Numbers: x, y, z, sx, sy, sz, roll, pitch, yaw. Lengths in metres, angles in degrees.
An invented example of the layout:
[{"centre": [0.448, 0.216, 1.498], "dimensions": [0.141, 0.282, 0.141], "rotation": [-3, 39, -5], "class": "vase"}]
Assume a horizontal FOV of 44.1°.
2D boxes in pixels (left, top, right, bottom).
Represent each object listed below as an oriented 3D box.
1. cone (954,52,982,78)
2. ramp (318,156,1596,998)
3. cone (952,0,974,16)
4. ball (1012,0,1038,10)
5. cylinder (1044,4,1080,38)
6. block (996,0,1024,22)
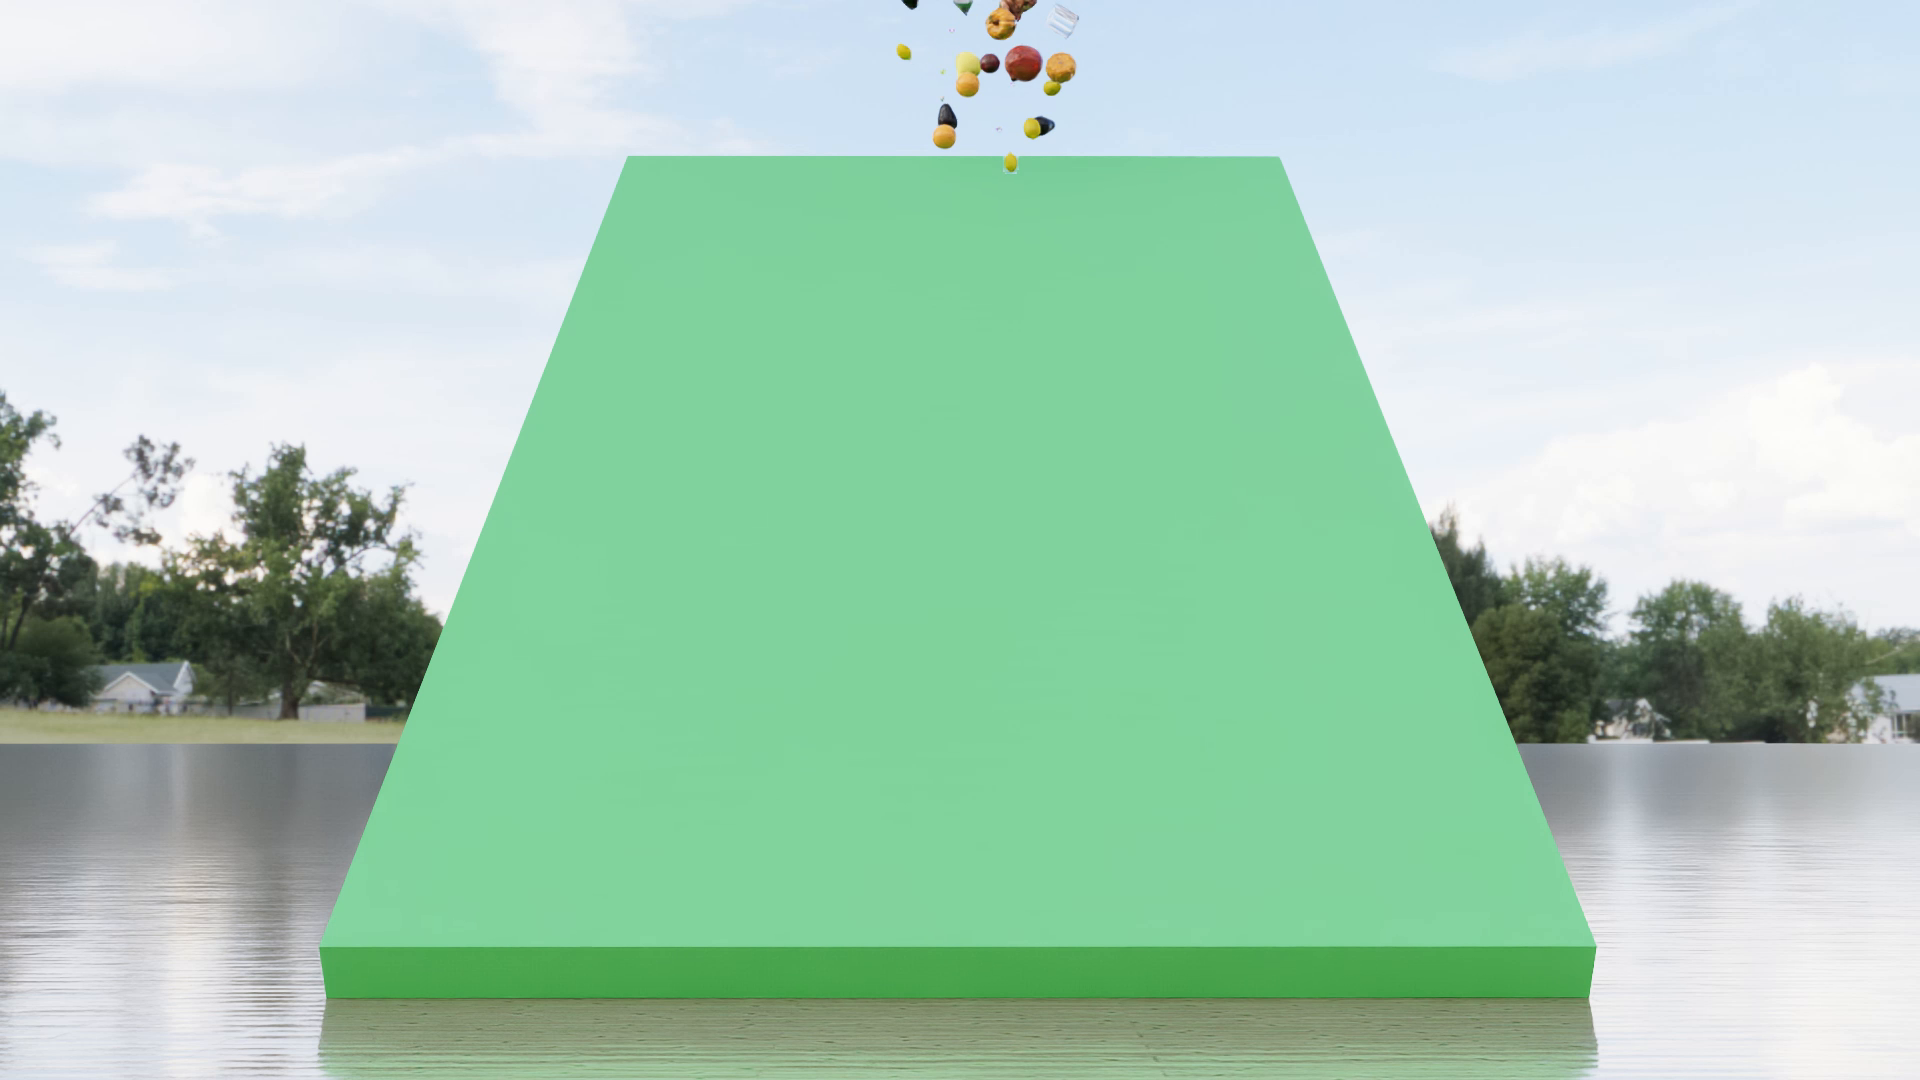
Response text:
[{"centre": [0.009, -1.386, 7.006], "dimensions": [0.085, 0.085, 0.085], "rotation": [-3, 36, 28], "class": "cone"}, {"centre": [-0.011, -0.227, 5.515], "dimensions": [2.000, 0.100, 4.000], "rotation": [0, 27, 0], "class": "ramp"}, {"centre": [0.014, -1.554, 6.902], "dimensions": [0.074, 0.074, 0.074], "rotation": [-1, -40, 7], "class": "cone"}, {"centre": [0.193, -1.615, 7.063], "dimensions": [0.075, 0.075, 0.075], "rotation": [0, -5, 0], "class": "ball"}, {"centre": [0.311, -1.578, 7.212], "dimensions": [0.078, 0.078, 0.078], "rotation": [29, -12, -14], "class": "cylinder"}, {"centre": [0.153, -1.598, 7.132], "dimensions": [0.054, 0.054, 0.054], "rotation": [10, 16, -36], "class": "block"}]
